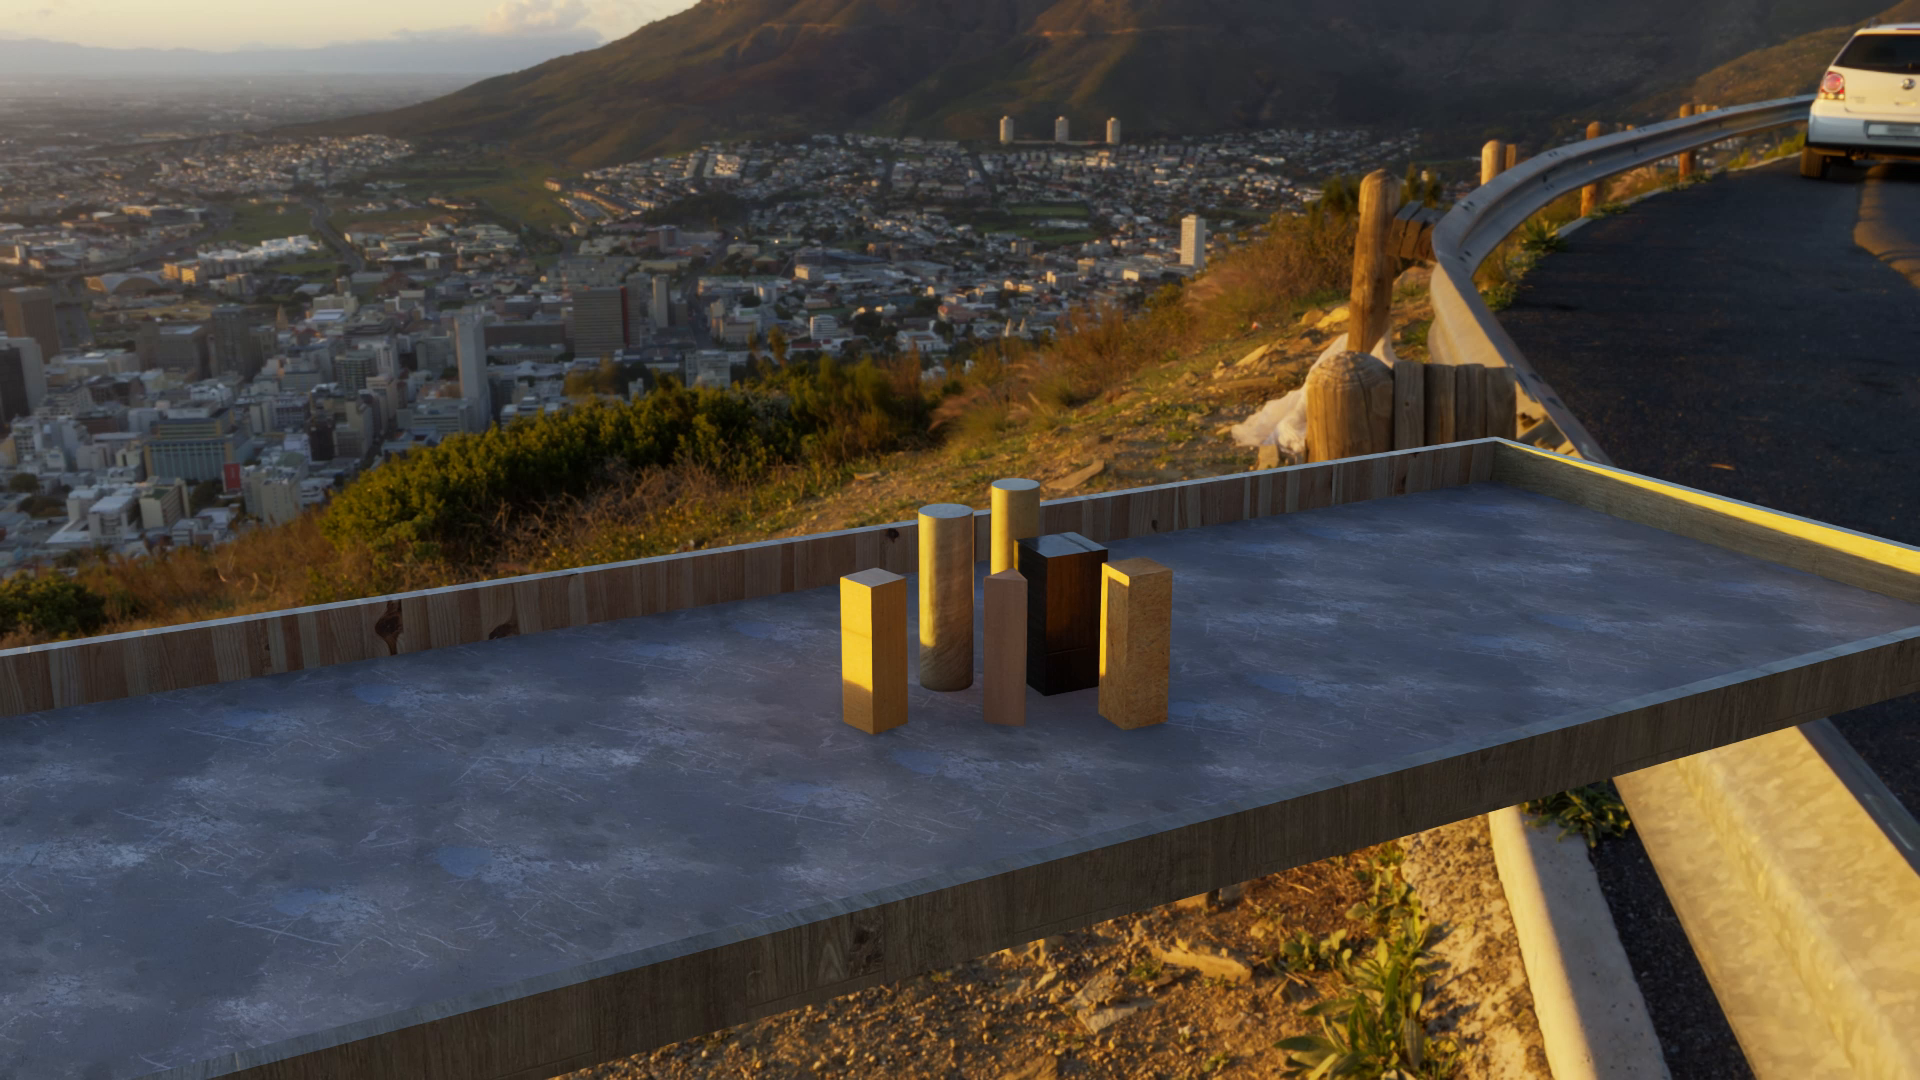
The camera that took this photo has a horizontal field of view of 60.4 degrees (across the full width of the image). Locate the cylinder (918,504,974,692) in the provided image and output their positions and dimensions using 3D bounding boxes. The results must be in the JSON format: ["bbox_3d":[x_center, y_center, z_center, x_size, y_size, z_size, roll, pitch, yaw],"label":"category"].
[{"bbox_3d":[-0.034,0.142,4.078,0.135,0.447,0.135,0,16,0],"label":"cylinder"}]

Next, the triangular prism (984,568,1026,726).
[{"bbox_3d":[0.114,0.249,3.870,0.101,0.358,0.087,4,17,14],"label":"triangular prism"}]

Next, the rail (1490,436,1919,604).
[{"bbox_3d":[2.466,-0.048,5.253,0.050,0.150,2.100,-9,18,-27],"label":"rail"}]

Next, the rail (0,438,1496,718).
[{"bbox_3d":[-3.305,0.497,3.399,12.000,0.150,0.050,-9,18,-27],"label":"rail"}]

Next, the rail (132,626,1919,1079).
[{"bbox_3d":[-2.336,1.006,1.665,12.000,0.150,0.050,-9,18,-27],"label":"rail"}]

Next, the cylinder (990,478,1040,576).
[{"bbox_3d":[0.144,0.068,4.337,0.127,0.443,0.127,0,16,0],"label":"cylinder"}]

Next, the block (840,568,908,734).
[{"bbox_3d":[-0.199,0.258,3.841,0.108,0.359,0.108,-15,22,-41],"label":"block"}]

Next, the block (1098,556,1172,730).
[{"bbox_3d":[0.410,0.241,3.867,0.118,0.376,0.118,-8,18,-25],"label":"block"}]

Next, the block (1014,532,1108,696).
[{"bbox_3d":[0.248,0.181,4.106,0.169,0.356,0.169,-8,18,-25],"label":"block"}]
